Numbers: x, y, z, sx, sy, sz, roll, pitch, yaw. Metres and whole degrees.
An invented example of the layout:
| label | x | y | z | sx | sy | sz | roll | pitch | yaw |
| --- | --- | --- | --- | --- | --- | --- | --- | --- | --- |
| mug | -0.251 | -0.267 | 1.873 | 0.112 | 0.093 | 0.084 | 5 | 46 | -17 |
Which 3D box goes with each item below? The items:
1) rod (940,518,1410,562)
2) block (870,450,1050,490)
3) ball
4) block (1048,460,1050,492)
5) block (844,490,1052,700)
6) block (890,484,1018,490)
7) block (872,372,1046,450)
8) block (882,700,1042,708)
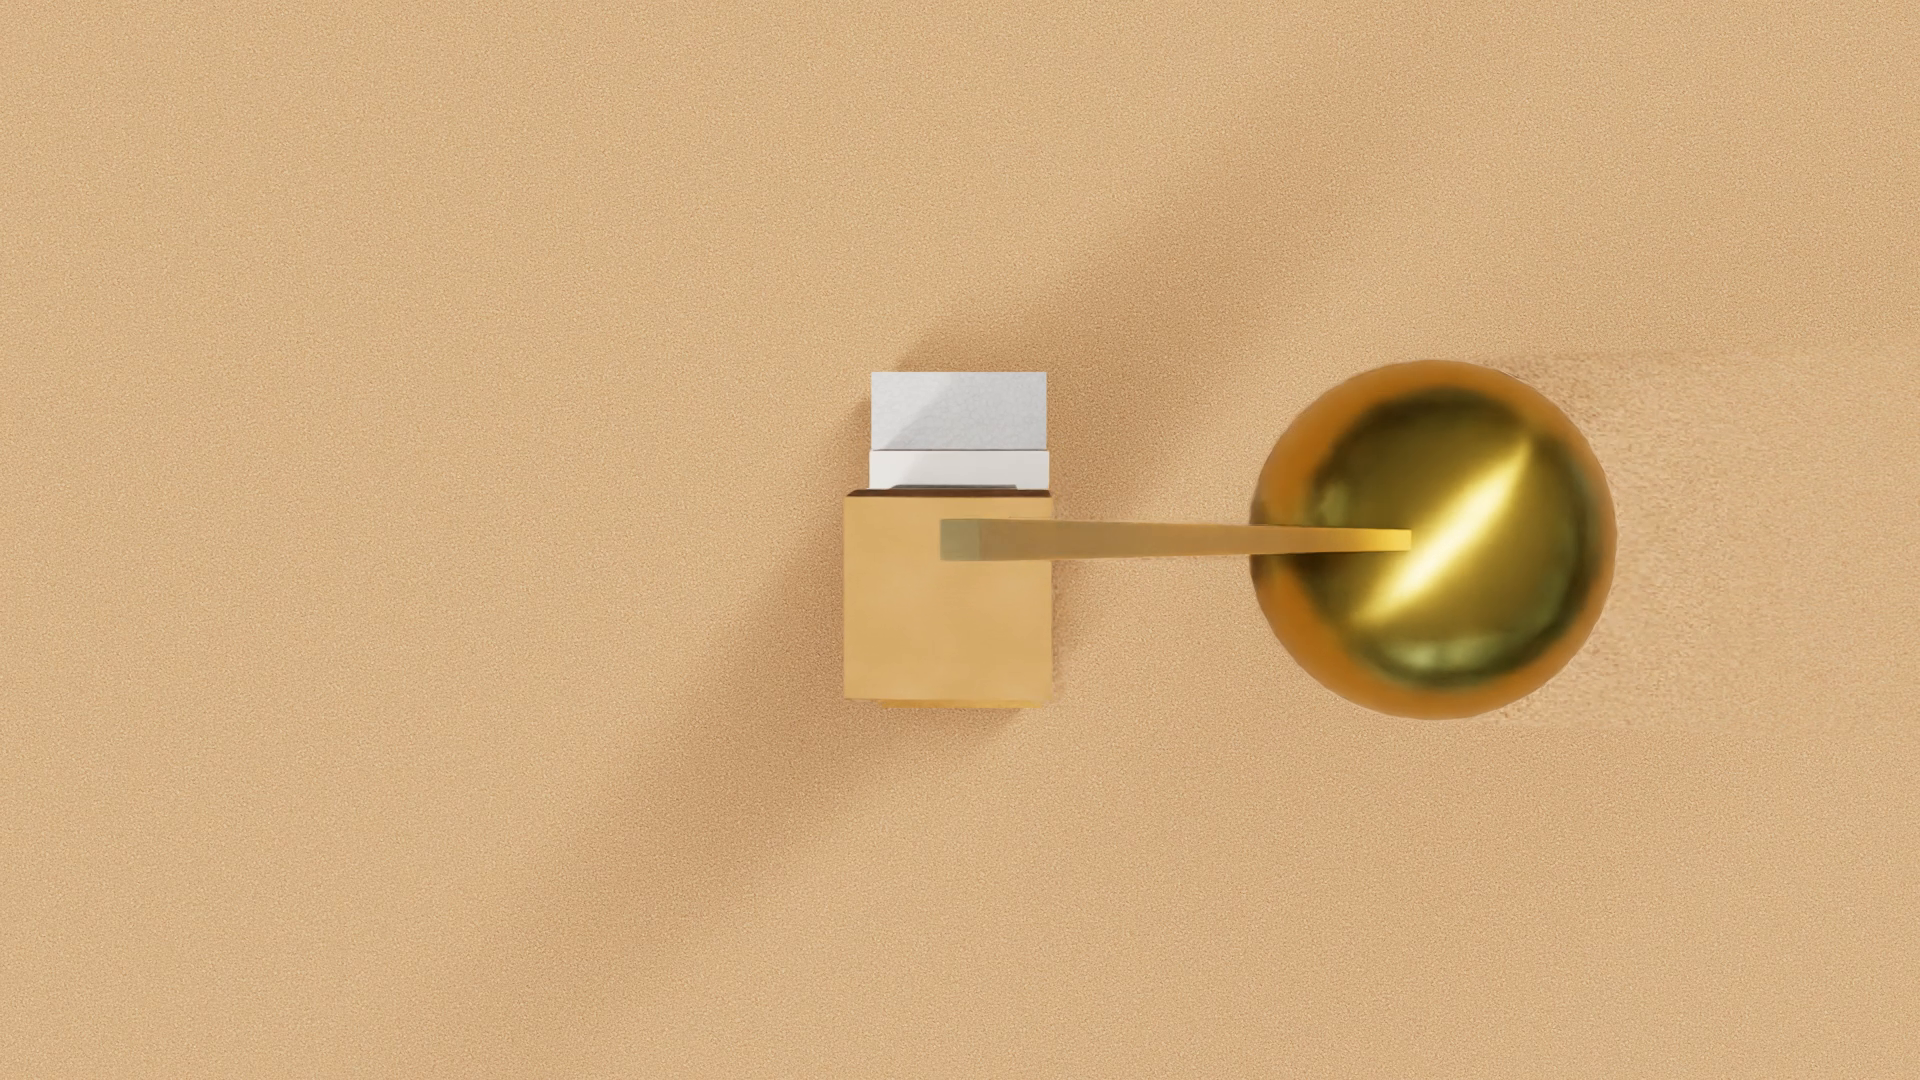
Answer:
| label | x | y | z | sx | sy | sz | roll | pitch | yaw |
| --- | --- | --- | --- | --- | --- | --- | --- | --- | --- |
| rod | 0.899 | 0.000 | 6.535 | 0.080 | 5.200 | 0.080 | 0 | 90 | 20 |
| block | 0.000 | 0.063 | 10.669 | 0.834 | 0.830 | 0.992 | 0 | 93 | 0 |
| ball | 2.074 | 0.000 | 9.725 | 1.600 | 1.600 | 1.600 | 0 | 90 | 0 |
| block | 0.002 | 0.022 | 11.548 | 0.902 | 0.923 | 0.971 | 0 | 93 | 0 |
| block | -0.038 | 0.194 | 8.517 | 0.770 | 0.739 | 0.752 | 0 | 94 | 1 |
| block | -0.024 | 0.101 | 9.934 | 0.561 | 0.623 | 0.683 | 0 | 93 | 1 |
| block | -0.006 | -0.483 | 12.505 | 0.956 | 0.990 | 0.869 | 0 | 90 | 0 |
| block | 0.010 | 0.439 | 12.516 | 0.881 | 0.967 | 0.956 | 0 | 90 | 0 |
